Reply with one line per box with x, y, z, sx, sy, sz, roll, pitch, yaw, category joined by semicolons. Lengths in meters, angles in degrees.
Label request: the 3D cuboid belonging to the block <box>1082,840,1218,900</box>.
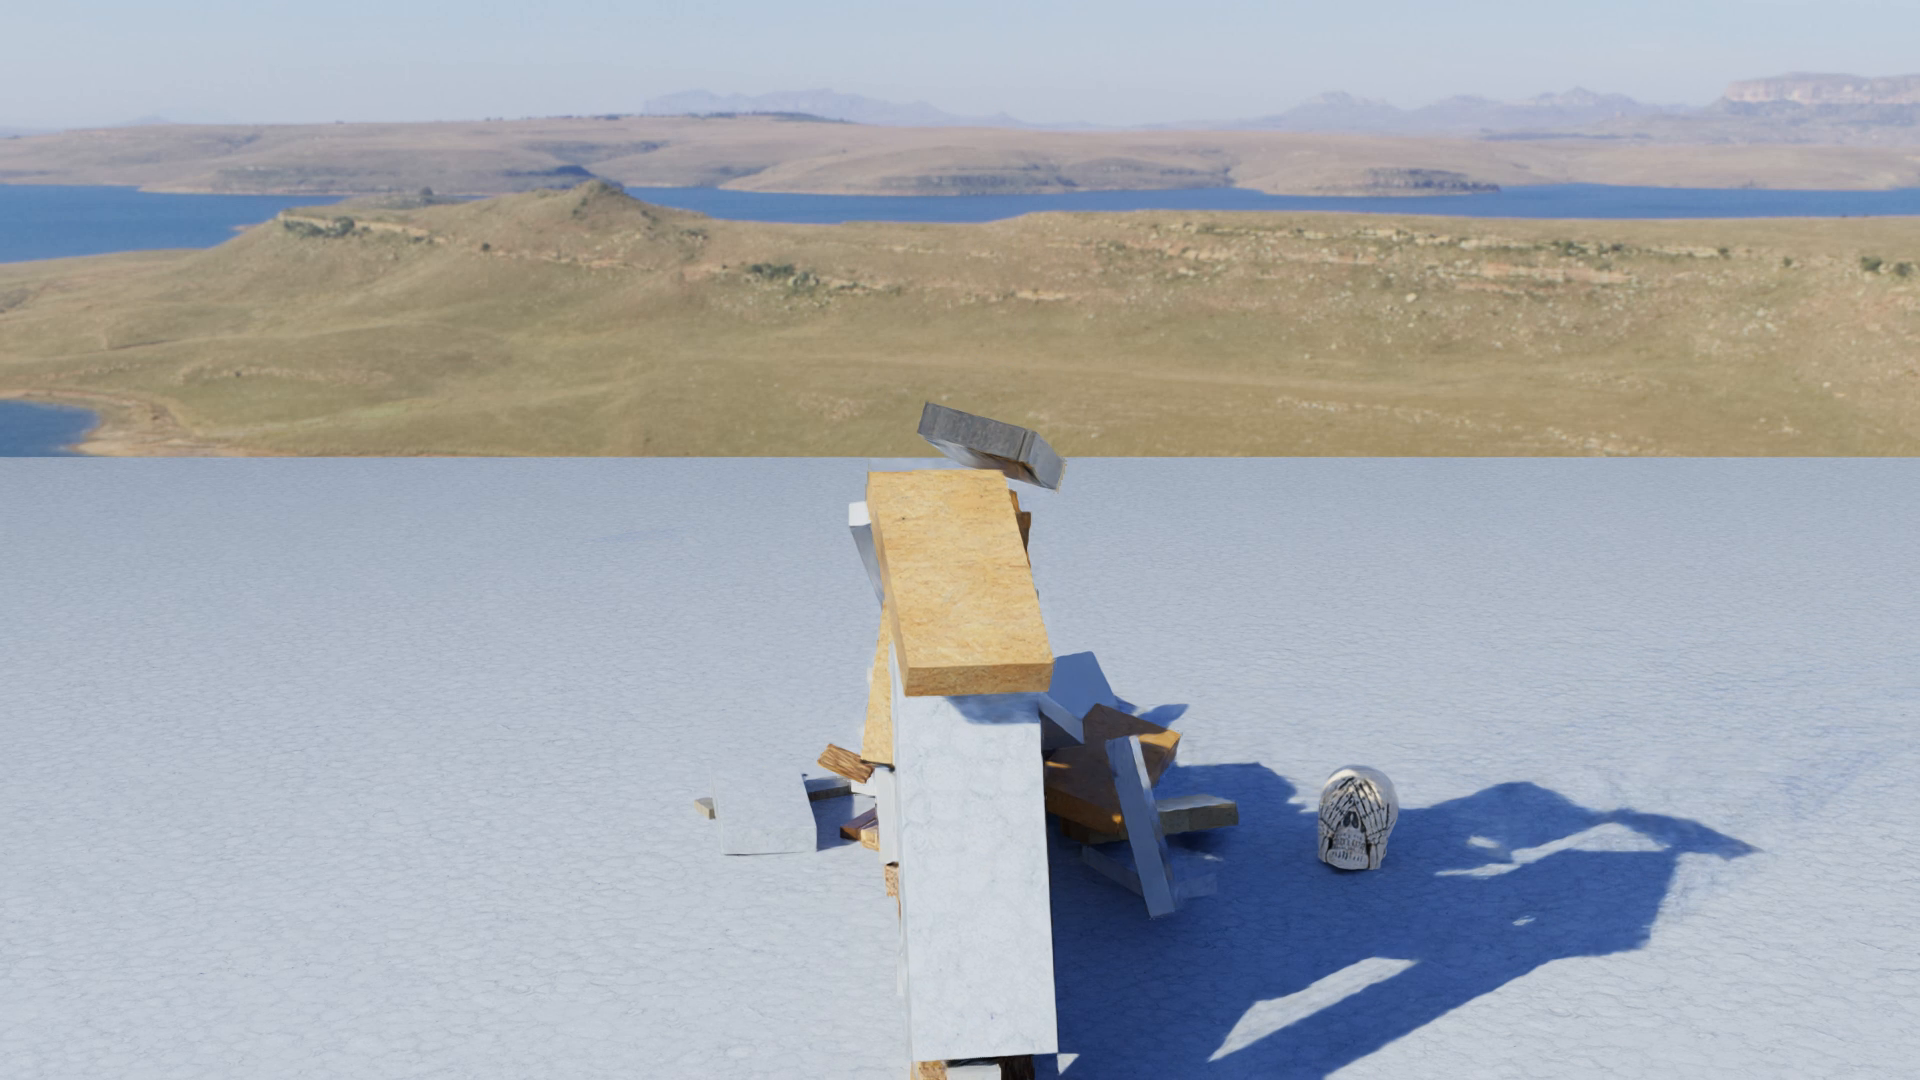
0.321;0.558;3.748;0.121;0.034;0.242;-5;12;-26;block

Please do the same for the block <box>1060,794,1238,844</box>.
0.335;0.495;3.906;0.283;0.040;0.142;-5;1;-18;block

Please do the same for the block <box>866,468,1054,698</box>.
-0.005;0.047;2.721;0.175;0.049;0.349;-2;43;-11;block

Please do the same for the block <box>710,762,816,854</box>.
-0.363;0.488;4.020;0.166;0.047;0.331;0;14;-10;block

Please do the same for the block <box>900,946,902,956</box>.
0.004;0.515;3.160;0.176;0.050;0.352;0;8;-1;block

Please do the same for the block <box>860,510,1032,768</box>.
-0.018;0.126;2.858;0.175;0.349;0.049;8;-10;-1;block

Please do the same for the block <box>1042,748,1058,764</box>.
0.135;0.355;4.188;0.048;0.168;0.336;-39;45;-8;block

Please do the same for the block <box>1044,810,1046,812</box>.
0.169;0.489;4.163;0.067;0.019;0.133;10;14;43;block

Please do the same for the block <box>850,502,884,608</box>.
-0.045;0.088;3.347;0.147;0.454;0.042;-7;53;9;block

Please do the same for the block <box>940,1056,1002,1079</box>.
0.010;0.628;2.651;0.061;0.017;0.121;-1;8;-8;block

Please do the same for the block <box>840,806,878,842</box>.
-0.148;0.516;4.006;0.076;0.021;0.151;5;12;26;block

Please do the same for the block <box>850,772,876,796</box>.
-0.051;0.419;4.363;0.121;0.034;0.474;9;16;24;block

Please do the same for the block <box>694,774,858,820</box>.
-0.303;0.481;4.198;0.417;0.019;0.067;-6;14;-31;block

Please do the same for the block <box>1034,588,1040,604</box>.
0.028;0.160;3.508;0.110;0.278;0.031;9;52;-15;block

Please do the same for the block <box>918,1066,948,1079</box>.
0.042;0.668;2.417;0.061;0.017;0.528;-1;5;-14;block

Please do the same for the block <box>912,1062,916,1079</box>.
0.019;0.719;2.710;0.140;0.040;0.280;-2;22;-4;block

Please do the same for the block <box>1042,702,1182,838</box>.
0.259;0.404;3.906;0.168;0.048;0.336;19;26;17;block

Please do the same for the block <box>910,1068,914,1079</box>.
0.006;0.711;2.907;0.140;0.040;0.280;0;11;0;block

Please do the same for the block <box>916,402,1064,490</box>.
0.045;-0.121;2.911;0.147;0.042;0.294;16;-3;11;block

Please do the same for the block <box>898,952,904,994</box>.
0.003;0.603;3.147;0.176;0.050;0.352;0;-4;0;block

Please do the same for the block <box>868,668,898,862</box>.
-0.049;0.290;2.878;0.126;0.253;0.036;-4;-7;-3;block

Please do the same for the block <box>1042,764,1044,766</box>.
0.133;0.424;4.487;0.553;0.028;0.098;8;13;38;block

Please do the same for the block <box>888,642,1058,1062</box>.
0.014;0.370;2.664;0.175;0.499;0.049;-1;-9;-11;block

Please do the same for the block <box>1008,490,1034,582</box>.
0.050;-0.004;3.248;0.042;0.147;0.294;-12;7;-8;block

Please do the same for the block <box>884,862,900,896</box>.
-0.025;0.414;3.001;0.142;0.040;0.284;-2;12;1;block

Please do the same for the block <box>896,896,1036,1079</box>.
0.004;0.577;2.810;0.142;0.040;0.367;-3;39;-5;block

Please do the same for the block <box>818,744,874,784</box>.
-0.204;0.405;3.981;0.096;0.014;0.048;20;44;15;block

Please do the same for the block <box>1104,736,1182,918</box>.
0.295;0.457;3.533;0.040;0.283;0.142;-16;-9;9;block

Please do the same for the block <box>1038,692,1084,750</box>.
0.101;0.302;3.737;0.134;0.038;0.268;-9;-24;21;block

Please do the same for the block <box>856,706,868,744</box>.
-0.112;0.354;4.589;0.168;0.048;0.383;-18;5;5;block

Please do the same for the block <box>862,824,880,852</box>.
-0.049;0.455;3.292;0.185;0.026;0.093;9;15;43;block

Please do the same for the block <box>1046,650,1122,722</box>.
0.220;0.325;4.533;0.047;0.166;0.331;-32;-13;26;block
